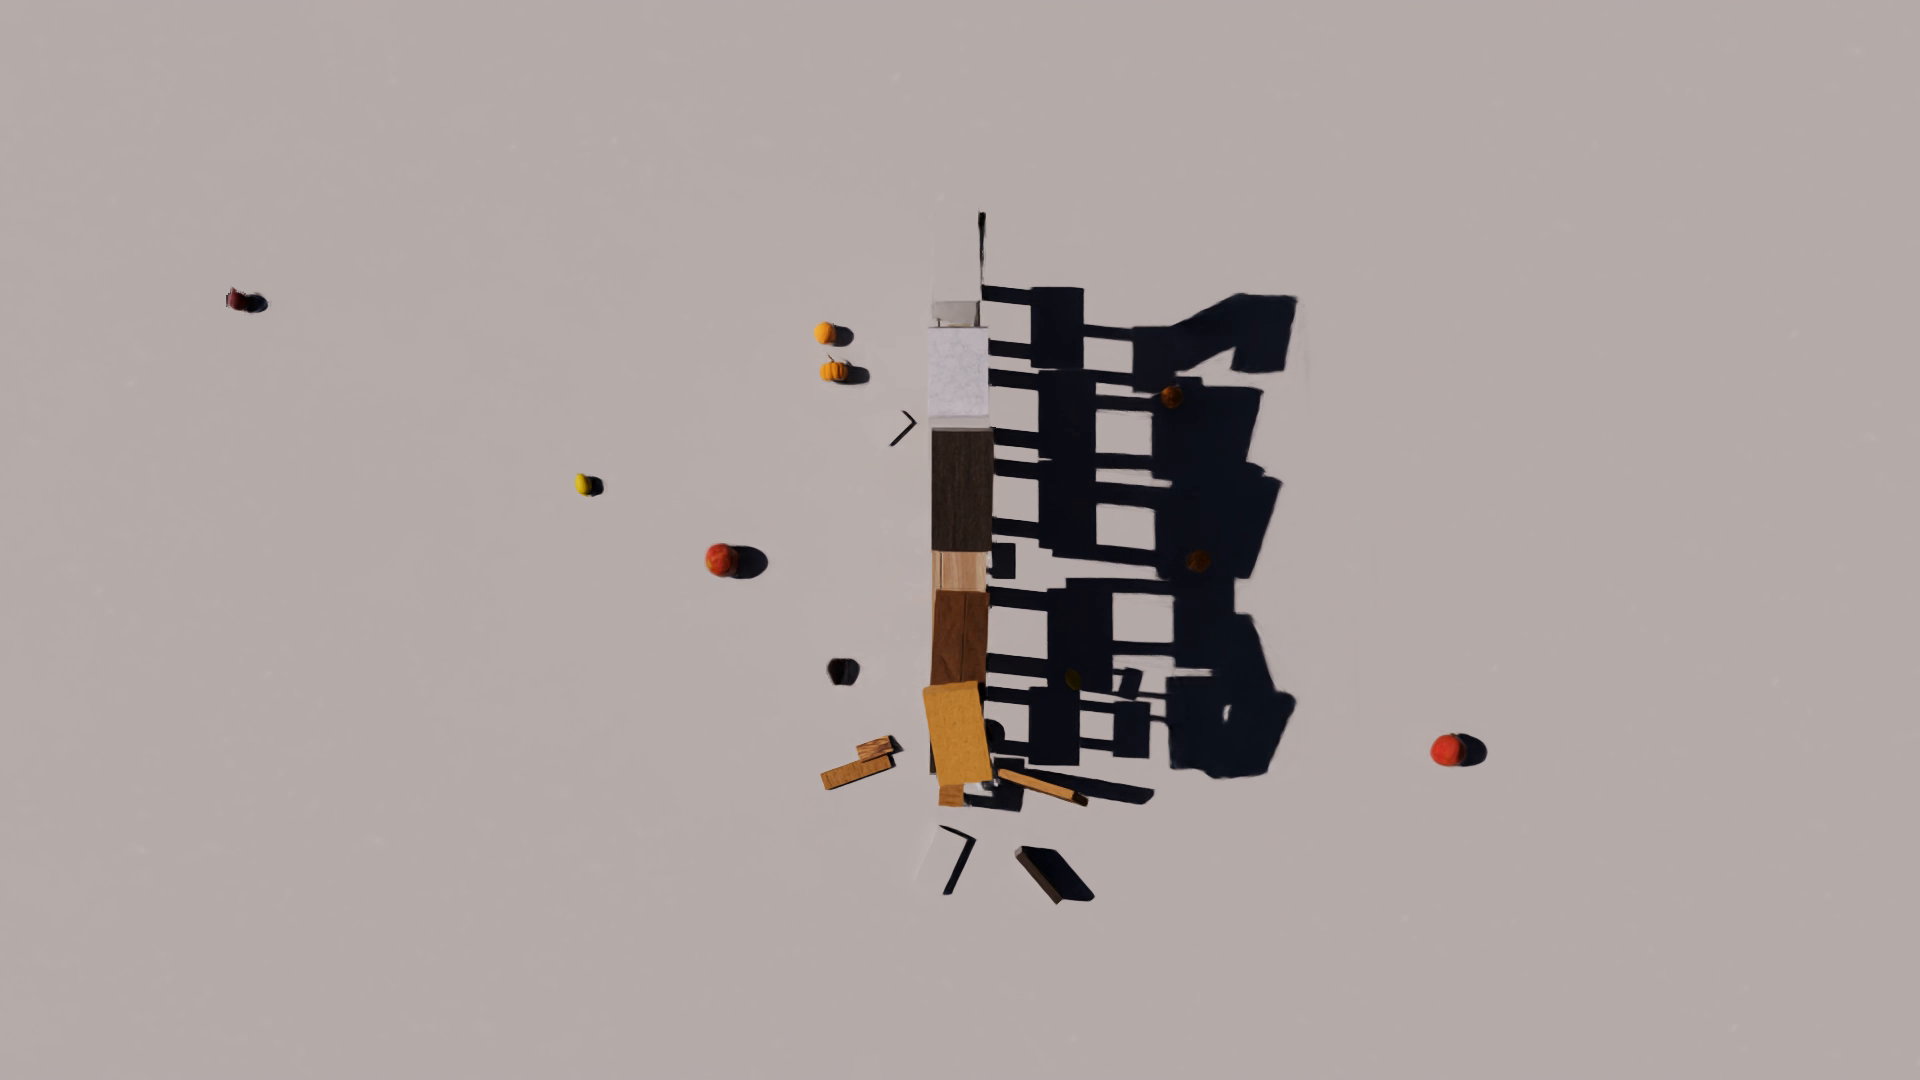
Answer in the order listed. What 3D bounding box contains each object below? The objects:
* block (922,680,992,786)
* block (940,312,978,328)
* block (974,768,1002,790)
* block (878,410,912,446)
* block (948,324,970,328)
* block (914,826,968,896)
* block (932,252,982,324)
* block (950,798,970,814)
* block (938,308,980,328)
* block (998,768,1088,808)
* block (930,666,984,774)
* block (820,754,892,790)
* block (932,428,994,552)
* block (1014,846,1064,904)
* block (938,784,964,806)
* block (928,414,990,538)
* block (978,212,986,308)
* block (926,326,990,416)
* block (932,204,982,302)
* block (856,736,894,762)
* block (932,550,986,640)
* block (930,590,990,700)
[{"bbox_3d":[-0.005,0.545,4.642,0.154,0.044,0.308,-7,116,5],"label":"block"},{"bbox_3d":[-0.003,-0.673,4.926,0.112,0.032,0.223,0,90,0],"label":"block"},{"bbox_3d":[0.087,0.793,5.451,0.016,0.113,0.056,-27,90,-38],"label":"block"},{"bbox_3d":[-0.218,-0.372,5.492,0.112,0.016,0.056,-44,90,0],"label":"block"},{"bbox_3d":[-0.001,-0.566,4.819,0.064,0.018,0.129,-1,89,0],"label":"block"},{"bbox_3d":[-0.066,1.066,5.485,0.103,0.029,0.206,25,90,0],"label":"block"},{"bbox_3d":[-0.012,-0.739,4.791,0.130,0.261,0.037,10,54,4],"label":"block"},{"bbox_3d":[-0.008,0.862,5.422,0.078,0.156,0.022,21,90,0],"label":"block"},{"bbox_3d":[-0.003,-0.744,5.211,0.135,0.038,0.270,0,90,0],"label":"block"},{"bbox_3d":[0.269,0.806,5.371,0.292,0.103,0.029,12,76,36],"label":"block"},{"bbox_3d":[-0.009,0.523,4.799,0.154,0.044,0.308,1,87,-5],"label":"block"},{"bbox_3d":[-0.347,0.767,5.492,0.232,0.016,0.056,-20,90,0],"label":"block"},{"bbox_3d":[0.007,-0.144,4.707,0.175,0.050,0.350,1,105,1],"label":"block"},{"bbox_3d":[0.259,1.107,5.448,0.029,0.103,0.206,-41,90,0],"label":"block"},{"bbox_3d":[-0.027,0.782,5.333,0.078,0.022,0.156,2,90,0],"label":"block"},{"bbox_3d":[-0.001,-0.182,4.748,0.175,0.050,0.350,-1,105,1],"label":"block"},{"bbox_3d":[0.001,-0.811,4.758,0.131,0.340,0.037,8,54,3],"label":"block"},{"bbox_3d":[-0.004,-0.404,4.750,0.175,0.050,0.412,0,102,1],"label":"block"},{"bbox_3d":[-0.009,-0.799,4.600,0.131,0.037,0.261,-1,102,4],"label":"block"},{"bbox_3d":[-0.284,0.695,5.483,0.113,0.016,0.056,-20,69,0],"label":"block"},{"bbox_3d":[-0.003,0.181,4.781,0.158,0.045,0.315,0,89,0],"label":"block"},{"bbox_3d":[0.000,0.298,4.688,0.154,0.044,0.308,3,71,0],"label":"block"}]
